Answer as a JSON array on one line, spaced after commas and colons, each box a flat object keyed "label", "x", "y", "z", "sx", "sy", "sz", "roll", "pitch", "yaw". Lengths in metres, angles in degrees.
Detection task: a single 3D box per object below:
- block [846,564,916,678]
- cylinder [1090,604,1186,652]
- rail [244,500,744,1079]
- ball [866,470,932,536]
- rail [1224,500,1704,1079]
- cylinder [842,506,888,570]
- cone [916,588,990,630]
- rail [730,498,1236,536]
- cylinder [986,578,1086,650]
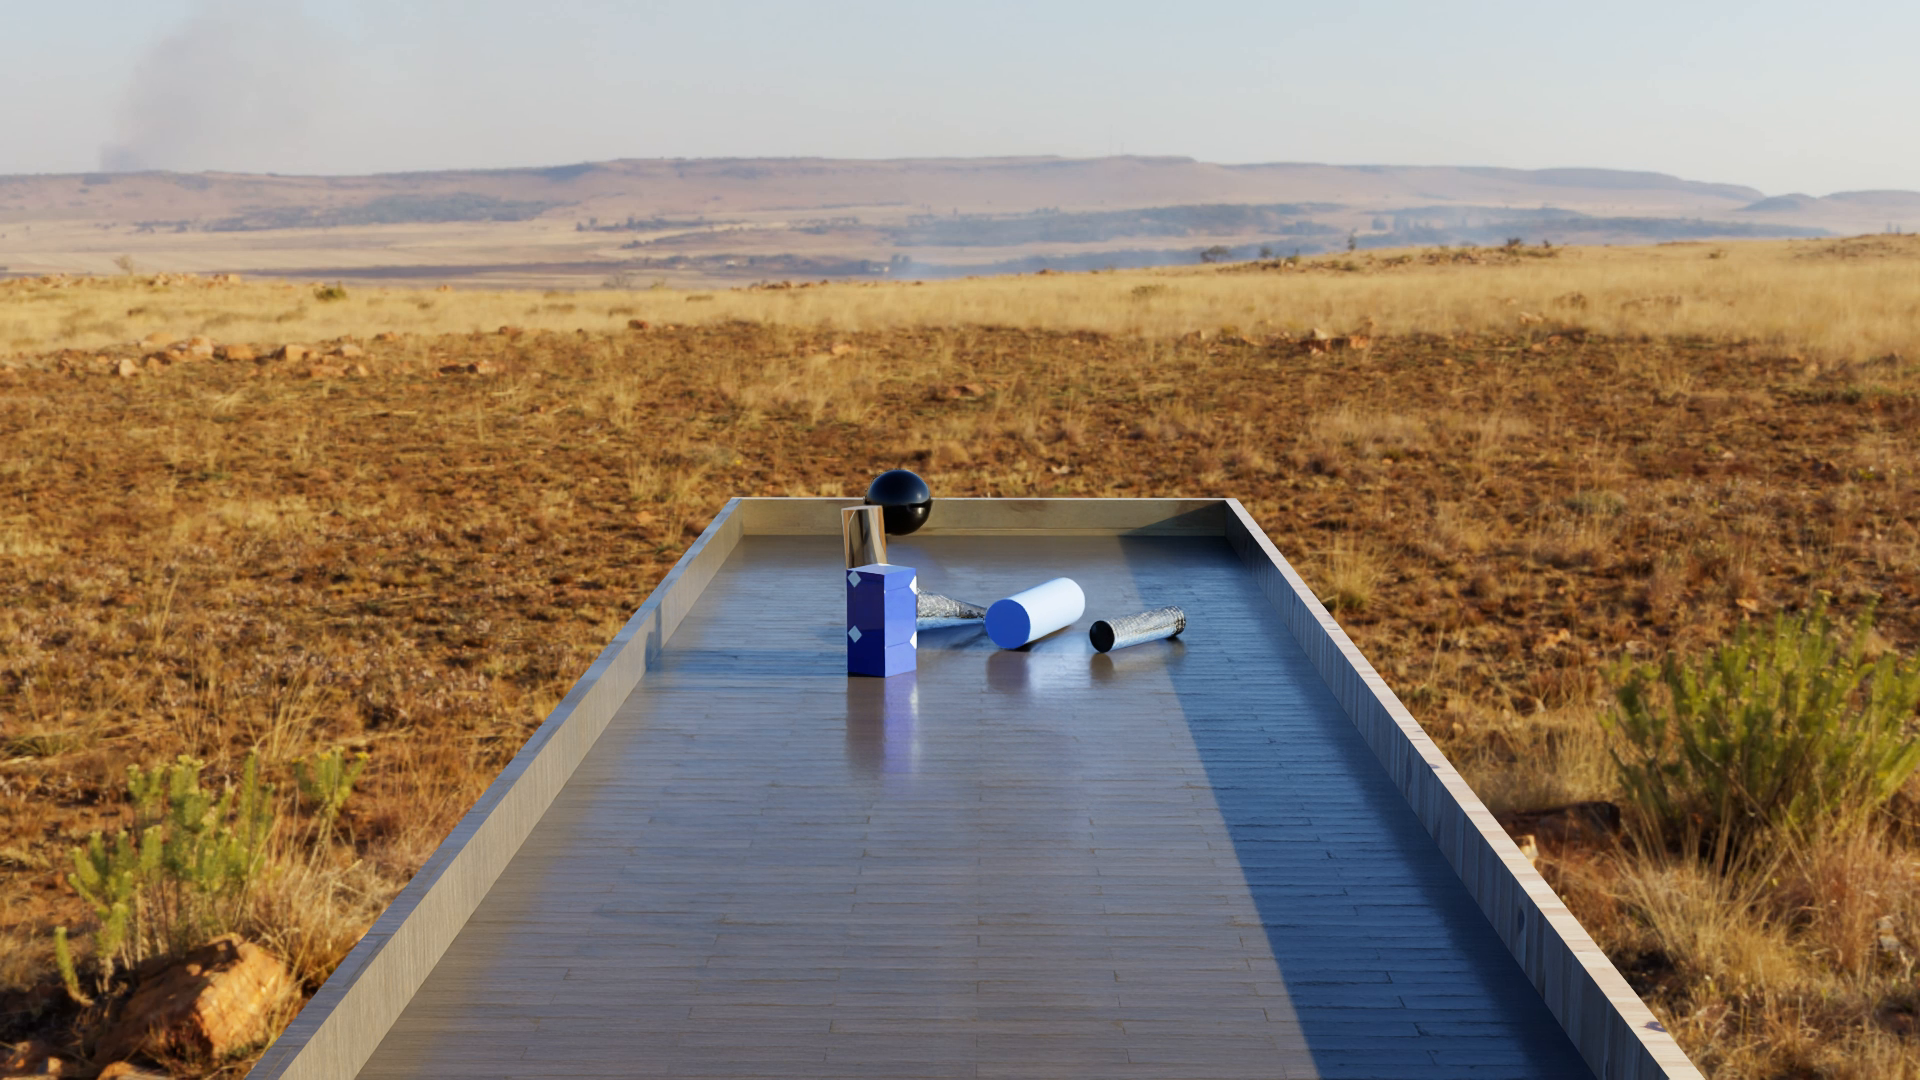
[{"label": "block", "x": -0.233, "y": 0.237, "z": 6.533, "sx": 0.146, "sy": 0.307, "sz": 0.146, "roll": 7, "pitch": 11, "yaw": 37}, {"label": "cylinder", "x": 0.562, "y": 0.278, "z": 6.936, "sx": 0.100, "sy": 0.100, "sz": 0.361, "roll": 8, "pitch": 12, "yaw": 42}, {"label": "rail", "x": -1.004, "y": 0.839, "z": 3.234, "sx": 0.050, "sy": 0.150, "sz": 12.000, "roll": 0, "pitch": 9, "yaw": 1}, {"label": "ball", "x": -0.250, "y": -0.153, "z": 8.979, "sx": 0.273, "sy": 0.273, "sz": 0.273, "roll": 0, "pitch": 9, "yaw": 0}, {"label": "rail", "x": 1.046, "y": 0.843, "z": 3.208, "sx": 0.050, "sy": 0.150, "sz": 12.000, "roll": 0, "pitch": 9, "yaw": 1}, {"label": "cylinder", "x": -0.279, "y": 0.128, "z": 6.703, "sx": 0.126, "sy": 0.458, "sz": 0.126, "roll": -5, "pitch": 6, "yaw": 0}, {"label": "cone", "x": 0.007, "y": 0.241, "z": 7.242, "sx": 0.459, "sy": 0.156, "sz": 0.156, "roll": 6, "pitch": 5, "yaw": -33}, {"label": "rail", "x": 0.099, "y": -0.098, "z": 9.147, "sx": 2.100, "sy": 0.150, "sz": 0.050, "roll": 0, "pitch": 9, "yaw": 1}, {"label": "cylinder", "x": 0.244, "y": 0.232, "z": 7.042, "sx": 0.158, "sy": 0.158, "sz": 0.434, "roll": 4, "pitch": 10, "yaw": 26}]
